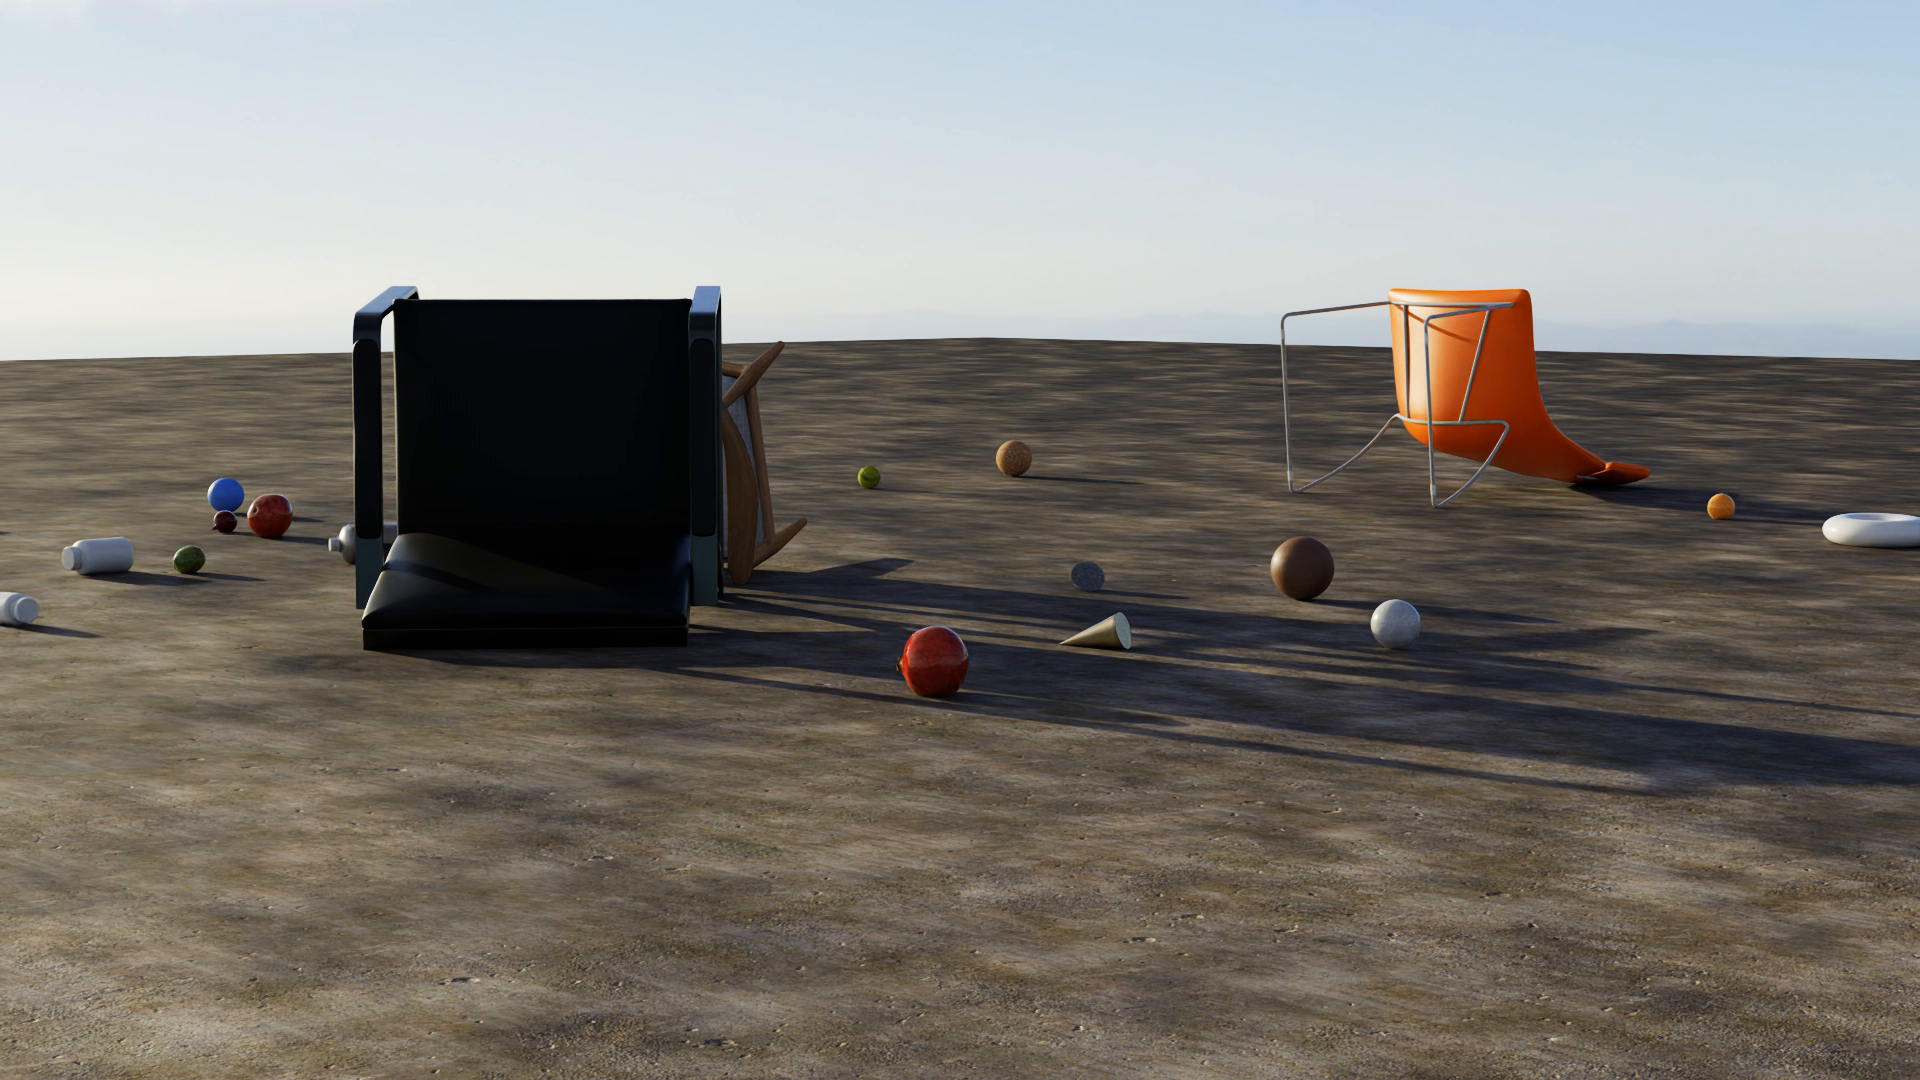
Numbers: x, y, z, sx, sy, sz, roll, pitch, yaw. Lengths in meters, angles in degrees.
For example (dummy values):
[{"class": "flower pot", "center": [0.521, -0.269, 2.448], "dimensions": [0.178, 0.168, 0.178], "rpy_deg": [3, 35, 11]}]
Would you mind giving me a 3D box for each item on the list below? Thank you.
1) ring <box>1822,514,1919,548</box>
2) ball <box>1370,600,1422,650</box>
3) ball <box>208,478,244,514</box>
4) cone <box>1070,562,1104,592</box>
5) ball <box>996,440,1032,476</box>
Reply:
[{"class": "ring", "center": [2.260, -0.024, 6.322], "dimensions": [0.256, 0.067, 0.258], "rpy_deg": [-2, 7, -14]}, {"class": "ball", "center": [0.771, 0.149, 4.536], "dimensions": [0.088, 0.088, 0.088], "rpy_deg": [0, 6, 0]}, {"class": "ball", "center": [-2.042, -0.124, 7.138], "dimensions": [0.098, 0.098, 0.098], "rpy_deg": [0, 6, 0]}, {"class": "cone", "center": [0.257, 0.088, 5.413], "dimensions": [0.080, 0.067, 0.063], "rpy_deg": [-10, -18, -27]}, {"class": "ball", "center": [0.178, -0.269, 8.448], "dimensions": [0.118, 0.118, 0.118], "rpy_deg": [0, 6, 0]}]
